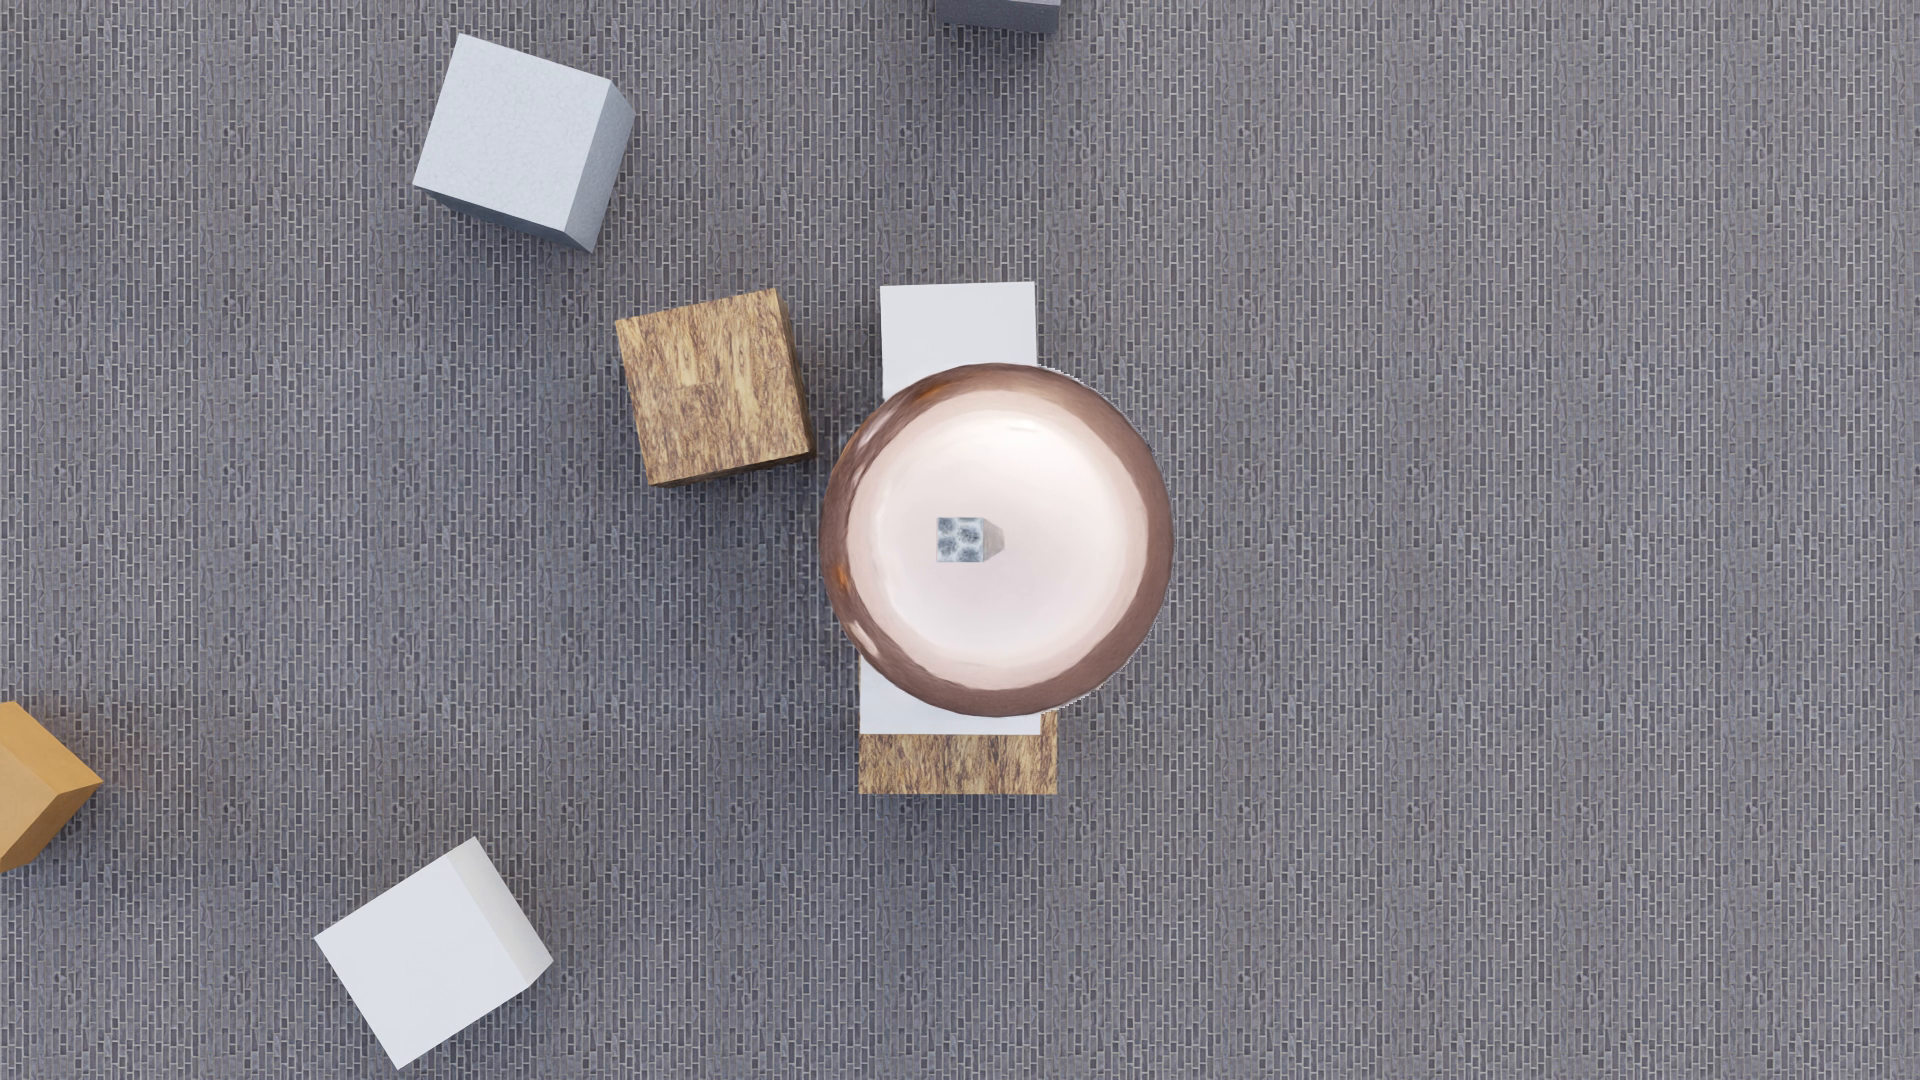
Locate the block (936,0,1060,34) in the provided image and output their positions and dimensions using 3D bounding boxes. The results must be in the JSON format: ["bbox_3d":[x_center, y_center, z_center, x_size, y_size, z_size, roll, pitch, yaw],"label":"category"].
[{"bbox_3d":[0.248,-3.366,12.655,0.702,0.690,0.681,6,90,0],"label":"block"}]

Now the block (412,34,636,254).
[{"bbox_3d":[-2.459,-2.236,12.529,0.871,0.942,0.870,17,90,0],"label":"block"}]

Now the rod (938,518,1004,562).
[{"bbox_3d":[0.070,0.000,6.474,0.080,5.200,0.080,0,90,2],"label":"rod"}]

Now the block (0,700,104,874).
[{"bbox_3d":[-5.543,1.429,12.671,0.714,0.658,0.648,42,90,0],"label":"block"}]

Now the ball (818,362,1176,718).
[{"bbox_3d":[0.162,0.000,9.872,1.600,1.600,1.600,0,90,0],"label":"ball"}]

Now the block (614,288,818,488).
[{"bbox_3d":[-1.373,-0.849,12.582,0.904,0.835,0.929,-12,90,0],"label":"block"}]

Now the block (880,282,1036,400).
[{"bbox_3d":[-0.002,-0.970,12.552,0.848,0.896,0.881,-2,90,0],"label":"block"}]

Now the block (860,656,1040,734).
[{"bbox_3d":[-0.045,0.473,11.359,0.884,1.113,0.962,0,90,0],"label":"block"}]

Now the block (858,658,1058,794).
[{"bbox_3d":[-0.011,0.858,12.458,1.074,1.084,1.037,0,90,0],"label":"block"}]

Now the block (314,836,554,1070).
[{"bbox_3d":[-2.999,2.350,12.622,0.865,0.756,0.873,-32,90,0],"label":"block"}]
